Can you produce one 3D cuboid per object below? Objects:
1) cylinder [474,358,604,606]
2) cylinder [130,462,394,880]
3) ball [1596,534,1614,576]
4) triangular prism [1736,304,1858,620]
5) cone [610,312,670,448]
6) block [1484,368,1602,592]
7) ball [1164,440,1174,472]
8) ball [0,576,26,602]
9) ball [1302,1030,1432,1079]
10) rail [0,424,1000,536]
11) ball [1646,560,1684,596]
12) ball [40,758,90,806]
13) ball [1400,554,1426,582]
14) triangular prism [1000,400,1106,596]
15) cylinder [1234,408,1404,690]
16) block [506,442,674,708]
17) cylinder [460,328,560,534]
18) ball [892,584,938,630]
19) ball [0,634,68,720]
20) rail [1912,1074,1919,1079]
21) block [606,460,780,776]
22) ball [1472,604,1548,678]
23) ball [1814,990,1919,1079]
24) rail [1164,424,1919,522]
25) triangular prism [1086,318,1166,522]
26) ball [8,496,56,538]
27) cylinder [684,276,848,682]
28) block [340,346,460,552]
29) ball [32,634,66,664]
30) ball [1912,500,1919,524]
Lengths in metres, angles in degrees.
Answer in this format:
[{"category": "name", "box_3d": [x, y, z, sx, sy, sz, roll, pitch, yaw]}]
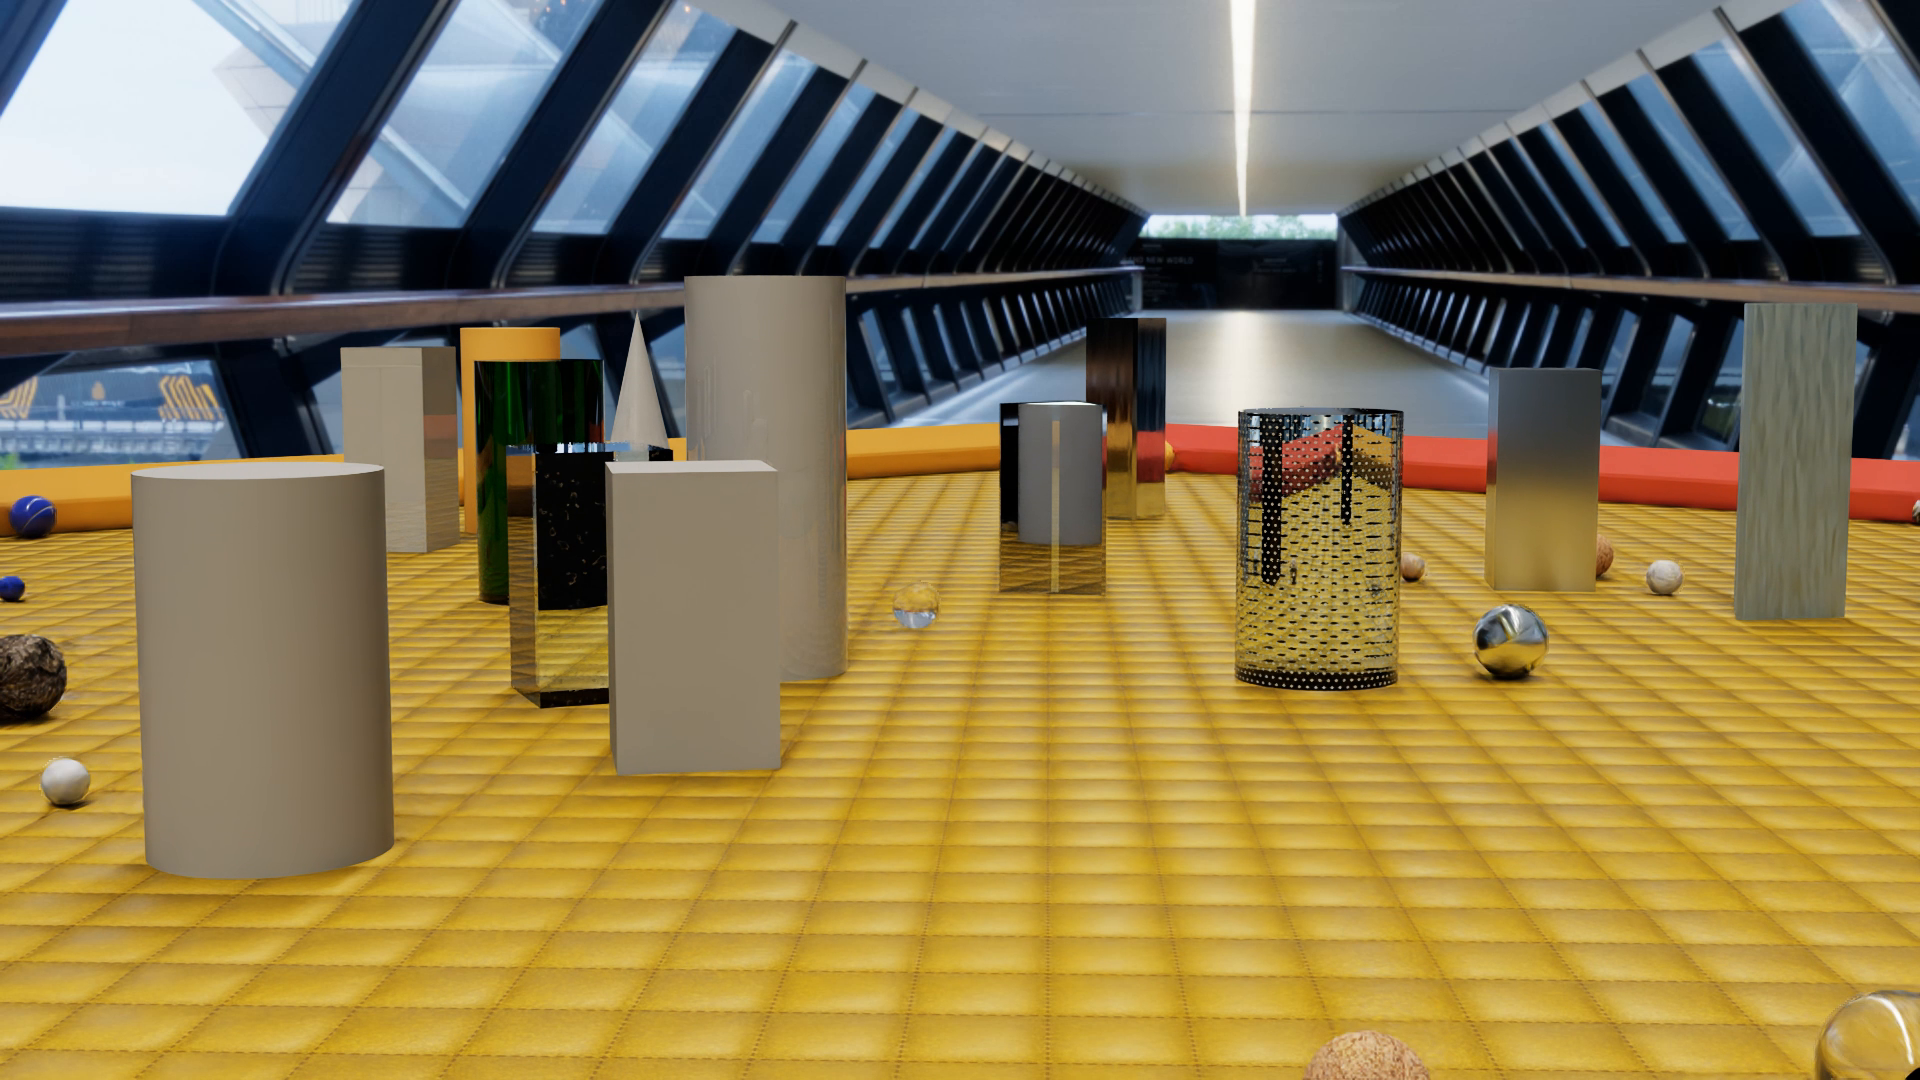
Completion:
[{"category": "cylinder", "box_3d": [-0.647, -0.094, 3.401, 0.197, 0.368, 0.197, 0, 6, 0]}, {"category": "cylinder", "box_3d": [-0.571, 0.100, 1.808, 0.197, 0.315, 0.197, 0, 6, 0]}, {"category": "ball", "box_3d": [1.051, 0.025, 3.670, 0.076, 0.076, 0.076, 0, 6, 0]}, {"category": "triangular prism", "box_3d": [1.191, -0.120, 3.235, 0.171, 0.455, 0.148, -1, 6, -12]}, {"category": "cone", "box_3d": [-0.569, -0.183, 3.901, 0.197, 0.443, 0.197, 0, 6, 0]}, {"category": "block", "box_3d": [0.939, -0.101, 3.553, 0.158, 0.350, 0.158, 1, 6, 8]}, {"category": "ball", "box_3d": [0.539, -0.229, 6.021, 0.094, 0.094, 0.094, 0, 6, 0]}, {"category": "ball", "box_3d": [-1.454, 0.075, 3.368, 0.040, 0.040, 0.040, 0, 6, 0]}, {"category": "ball", "box_3d": [0.213, 0.292, 1.149, 0.069, 0.069, 0.069, 0, 6, 0]}, {"category": "rail", "box_3d": [-1.366, -0.121, 4.805, 4.698, 0.128, 0.045, -5, 8, -42]}, {"category": "ball", "box_3d": [1.104, 0.059, 3.447, 0.056, 0.056, 0.056, 0, 6, 0]}, {"category": "ball", "box_3d": [-0.807, 0.218, 1.984, 0.042, 0.042, 0.042, 0, 6, 0]}, {"category": "ball", "box_3d": [0.744, 0.045, 3.627, 0.045, 0.045, 0.045, 0, 6, 0]}, {"category": "triangular prism", "box_3d": [0.164, -0.071, 3.524, 0.171, 0.298, 0.148, 2, 6, 16]}, {"category": "cylinder", "box_3d": [0.433, 0.006, 2.661, 0.197, 0.324, 0.197, 0, 6, 0]}, {"category": "block", "box_3d": [-0.429, 0.036, 2.555, 0.158, 0.287, 0.158, -3, 6, -23]}, {"category": "cylinder", "box_3d": [-0.906, -0.224, 4.453, 0.197, 0.409, 0.197, 0, 6, 0]}, {"category": "ball", "box_3d": [-0.062, 0.093, 3.076, 0.065, 0.065, 0.065, 0, 6, 0]}, {"category": "ball", "box_3d": [-1.023, 0.149, 2.396, 0.094, 0.094, 0.094, 0, 6, 0]}, {"category": "rail", "box_3d": [1.366, 0.187, 1.859, 4.698, 0.128, 0.045, -5, 8, -42]}, {"category": "block", "box_3d": [-0.268, 0.072, 2.189, 0.158, 0.291, 0.158, -1, 6, -11]}, {"category": "ball", "box_3d": [0.668, 0.123, 2.671, 0.089, 0.089, 0.089, 0, 6, 0]}, {"category": "ball", "box_3d": [0.498, 0.282, 1.165, 0.086, 0.086, 0.086, 0, 6, 0]}, {"category": "rail", "box_3d": [1.709, -0.130, 4.900, 0.045, 0.128, 4.077, -5, 8, -42]}, {"category": "triangular prism", "box_3d": [0.383, -0.264, 4.743, 0.148, 0.428, 0.171, -4, 7, -33]}, {"category": "ball", "box_3d": [-1.819, -0.046, 4.310, 0.084, 0.084, 0.084, 0, 6, 0]}, {"category": "cylinder", "box_3d": [-0.238, -0.080, 2.711, 0.197, 0.485, 0.197, 0, 6, 0]}, {"category": "block", "box_3d": [-1.048, -0.173, 4.125, 0.158, 0.376, 0.158, 1, 6, 10]}, {"category": "ball", "box_3d": [-1.065, 0.146, 2.520, 0.075, 0.075, 0.075, 0, 6, 0]}, {"category": "ball", "box_3d": [1.997, -0.057, 4.538, 0.060, 0.060, 0.060, 0, 6, 0]}]
